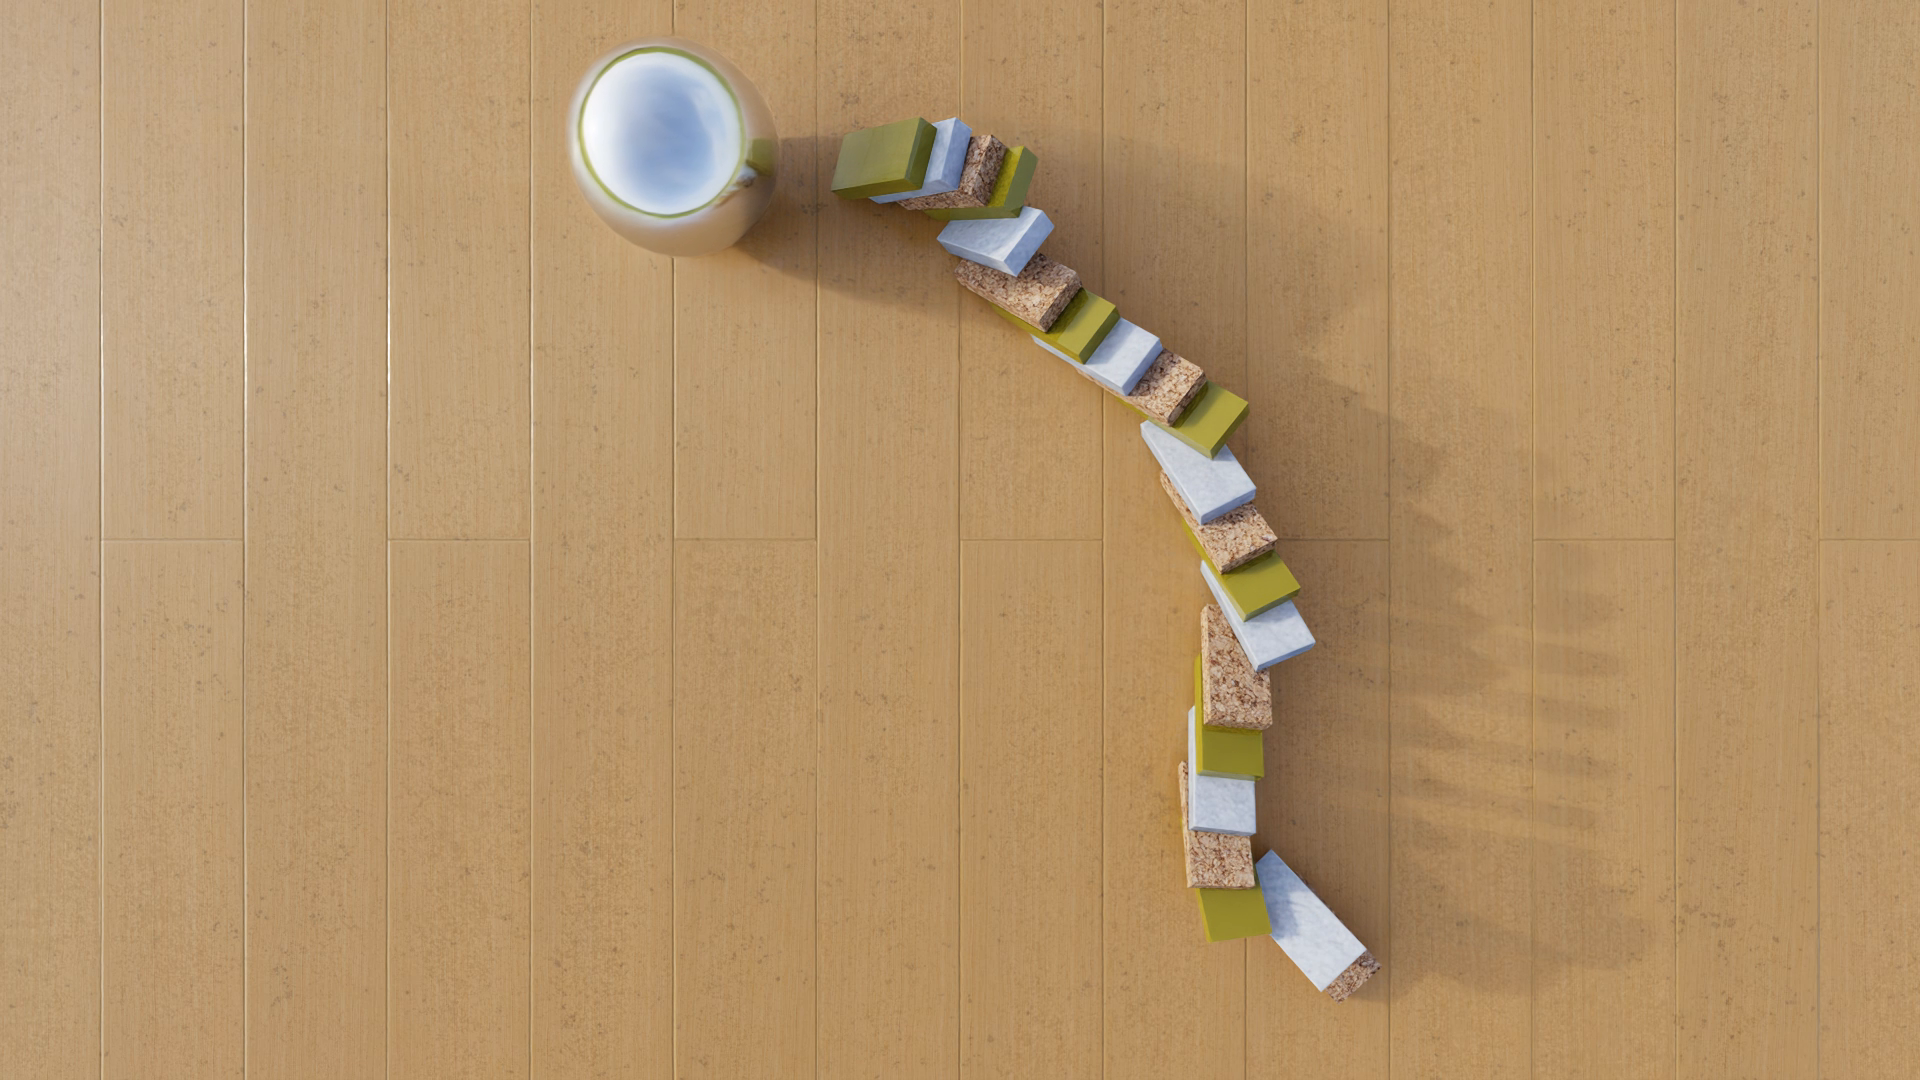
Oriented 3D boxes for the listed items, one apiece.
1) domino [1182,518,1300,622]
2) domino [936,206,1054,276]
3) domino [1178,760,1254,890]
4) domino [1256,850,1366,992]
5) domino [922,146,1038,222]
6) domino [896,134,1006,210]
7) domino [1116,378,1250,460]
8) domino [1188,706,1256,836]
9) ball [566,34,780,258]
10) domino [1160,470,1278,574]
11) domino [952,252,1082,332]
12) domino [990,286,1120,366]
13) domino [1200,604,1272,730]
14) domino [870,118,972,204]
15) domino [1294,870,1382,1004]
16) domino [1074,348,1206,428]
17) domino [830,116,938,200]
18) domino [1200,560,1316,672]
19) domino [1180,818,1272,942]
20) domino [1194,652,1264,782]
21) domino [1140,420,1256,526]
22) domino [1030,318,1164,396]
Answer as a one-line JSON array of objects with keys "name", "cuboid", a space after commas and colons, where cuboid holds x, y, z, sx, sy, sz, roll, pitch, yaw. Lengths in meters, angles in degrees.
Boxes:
[{"name": "domino", "cuboid": [0.117, 0.007, 0.384, 0.025, 0.010, 0.050, -26, 63, -1]}, {"name": "domino", "cuboid": [0.014, -0.127, 0.379, 0.025, 0.050, 0.010, -52, 133, 0]}, {"name": "domino", "cuboid": [0.107, 0.119, 0.384, 0.025, 0.010, 0.050, 1, 63, 2]}, {"name": "domino", "cuboid": [0.140, 0.158, 0.382, 0.025, 0.010, 0.050, -43, 61, -1]}, {"name": "domino", "cuboid": [0.007, -0.147, 0.379, 0.009, 0.050, 0.025, 19, 89, -45]}, {"name": "domino", "cuboid": [-0.005, -0.151, 0.379, 0.009, 0.050, 0.025, 19, 90, -45]}, {"name": "domino", "cuboid": [0.092, -0.058, 0.384, 0.050, 0.009, 0.025, 38, 88, 27]}, {"name": "domino", "cuboid": [0.109, 0.096, 0.384, 0.025, 0.010, 0.050, 6, 63, 2]}, {"name": "ball", "cuboid": [-0.111, -0.153, 0.360, 0.080, 0.080, 0.080, 0, 90, 0]}, {"name": "domino", "cuboid": [0.108, -0.013, 0.384, 0.025, 0.010, 0.050, -26, 63, -1]}, {"name": "domino", "cuboid": [0.024, -0.110, 0.384, 0.050, 0.010, 0.025, 38, 90, 29]}, {"name": "domino", "cuboid": [0.039, -0.097, 0.385, 0.050, 0.009, 0.025, 38, 90, 27]}, {"name": "domino", "cuboid": [0.115, 0.053, 0.385, 0.025, 0.009, 0.050, 6, 63, 0]}, {"name": "domino", "cuboid": [-0.018, -0.156, 0.379, 0.009, 0.050, 0.025, 15, 88, -45]}, {"name": "domino", "cuboid": [0.154, 0.171, 0.395, 0.025, 0.009, 0.050, -41, 90, 0]}, {"name": "domino", "cuboid": [0.075, -0.071, 0.384, 0.050, 0.009, 0.025, 38, 88, 27]}, {"name": "domino", "cuboid": [-0.032, -0.157, 0.379, 0.009, 0.050, 0.025, 15, 90, -45]}, {"name": "domino", "cuboid": [0.124, 0.027, 0.384, 0.025, 0.010, 0.050, -22, 63, -1]}, {"name": "domino", "cuboid": [0.111, 0.140, 0.385, 0.025, 0.010, 0.050, -8, 65, 0]}, {"name": "domino", "cuboid": [0.112, 0.074, 0.385, 0.025, 0.009, 0.050, 6, 63, 0]}, {"name": "domino", "cuboid": [0.099, -0.033, 0.385, 0.025, 0.010, 0.050, -27, 63, 0]}, {"name": "domino", "cuboid": [0.057, -0.084, 0.384, 0.050, 0.009, 0.025, 37, 89, 27]}]
